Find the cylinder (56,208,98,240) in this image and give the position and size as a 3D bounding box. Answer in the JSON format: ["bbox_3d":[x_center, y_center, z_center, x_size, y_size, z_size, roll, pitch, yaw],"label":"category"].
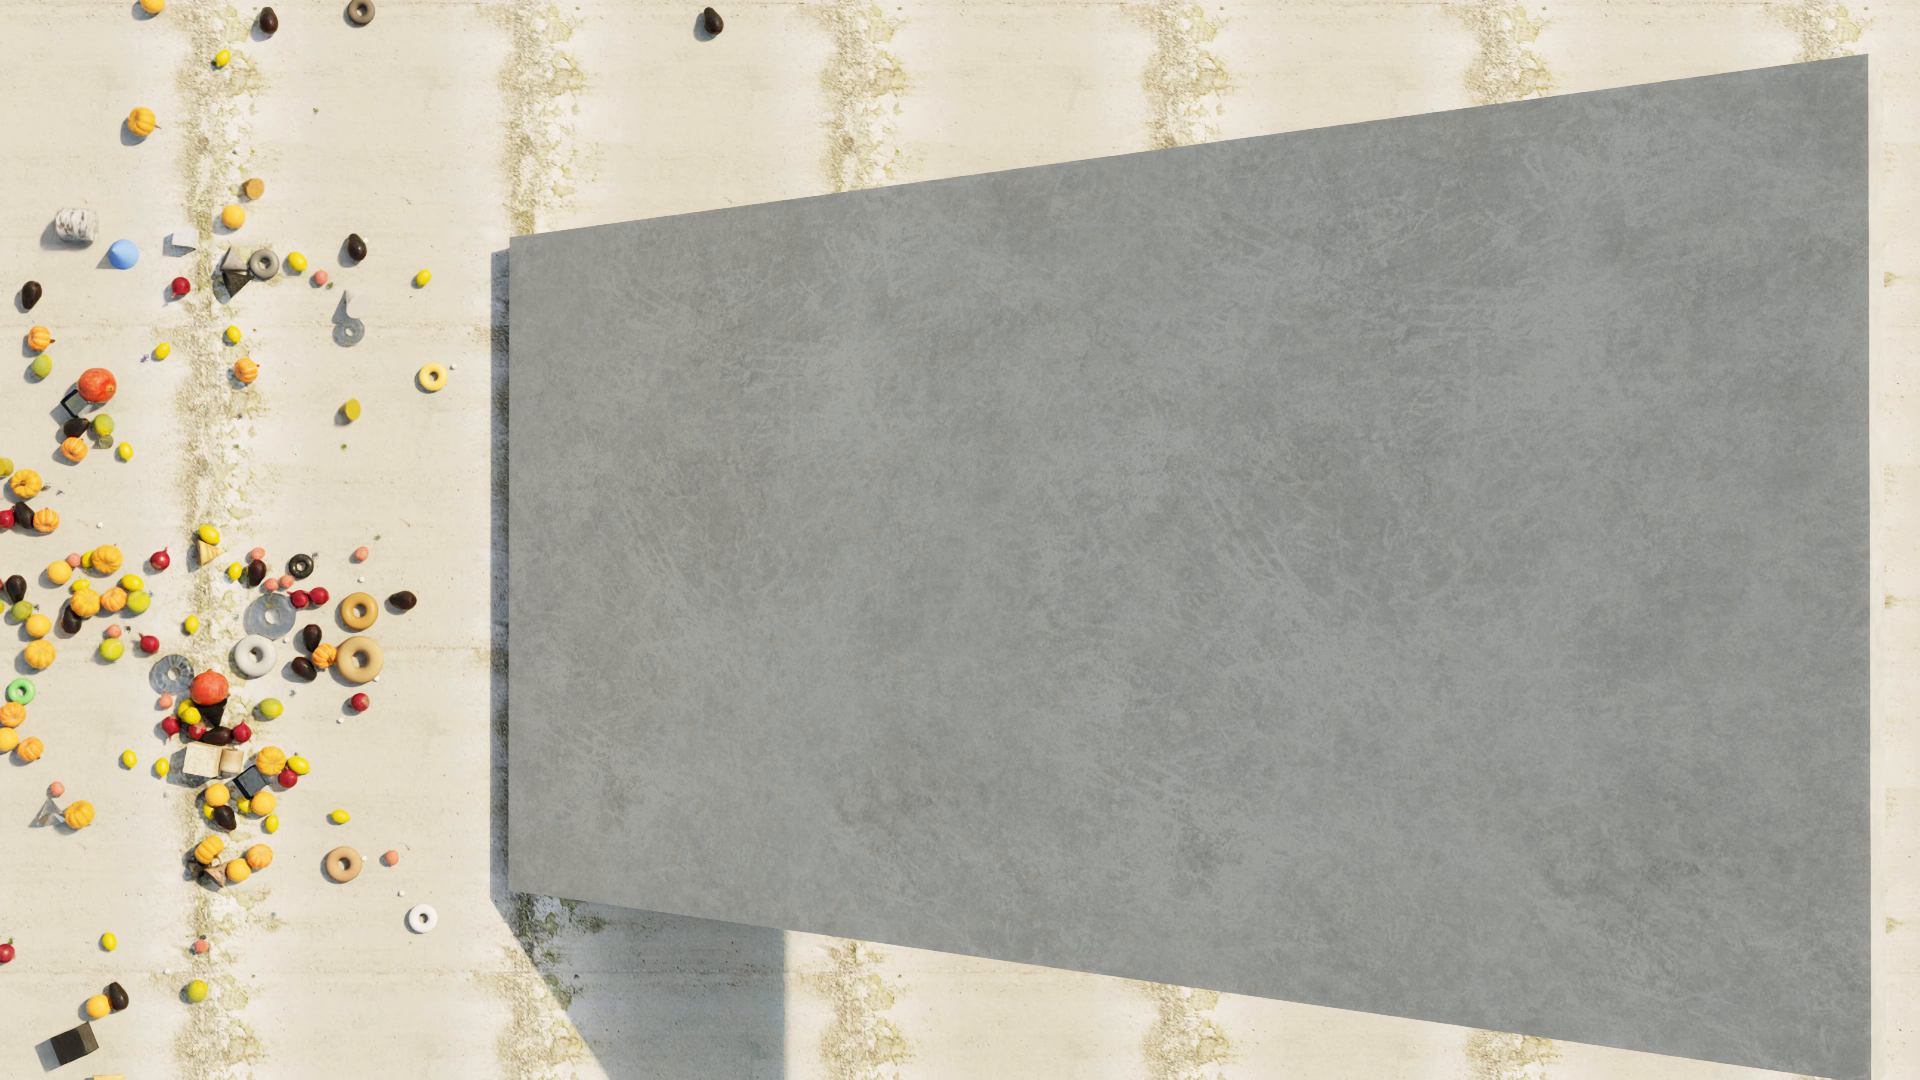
[{"bbox_3d":[-2.718,-0.972,6.773,0.094,0.094,0.094,3,90,0],"label":"cylinder"}]

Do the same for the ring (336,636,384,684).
[{"bbox_3d":[-1.854,0.369,6.787,0.149,0.050,0.149,0,91,1],"label":"ring"}]

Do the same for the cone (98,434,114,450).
[{"bbox_3d":[-2.648,-0.306,6.791,0.050,0.050,0.050,0,90,0],"label":"cone"}]

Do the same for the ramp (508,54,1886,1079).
[{"bbox_3d":[0.222,0.063,5.539,4.000,0.100,2.000,0,90,38],"label":"ramp"}]

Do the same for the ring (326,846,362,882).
[{"bbox_3d":[-1.902,1.000,6.789,0.111,0.037,0.111,0,91,-1],"label":"ring"}]

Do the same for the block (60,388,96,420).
[{"bbox_3d":[-2.721,-0.420,6.785,0.064,0.064,0.064,-40,90,0],"label":"block"}]

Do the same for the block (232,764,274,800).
[{"bbox_3d":[-2.176,0.743,6.771,0.076,0.076,0.076,-37,90,0],"label":"block"}]

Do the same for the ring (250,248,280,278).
[{"bbox_3d":[-2.152,-0.855,6.804,0.094,0.031,0.094,0,91,0],"label":"ring"}]

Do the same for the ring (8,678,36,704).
[{"bbox_3d":[-2.901,0.468,6.797,0.083,0.028,0.083,0,89,-1],"label":"ring"}]

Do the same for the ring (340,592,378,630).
[{"bbox_3d":[-1.855,0.219,6.793,0.117,0.039,0.117,0,88,0],"label":"ring"}]

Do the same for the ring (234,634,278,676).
[{"bbox_3d":[-2.174,0.356,6.790,0.132,0.044,0.132,0,91,0],"label":"ring"}]

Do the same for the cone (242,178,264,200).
[{"bbox_3d":[-2.203,-1.097,6.806,0.068,0.068,0.068,23,90,27],"label":"cone"}]

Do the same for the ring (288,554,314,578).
[{"bbox_3d":[-2.037,0.081,6.800,0.079,0.026,0.079,0,89,-1],"label":"ring"}]

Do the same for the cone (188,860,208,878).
[{"bbox_3d":[-2.367,1.005,6.793,0.061,0.061,0.061,24,90,27],"label":"cone"}]

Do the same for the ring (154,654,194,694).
[{"bbox_3d":[-2.426,0.413,6.791,0.123,0.041,0.123,0,91,-1],"label":"ring"}]

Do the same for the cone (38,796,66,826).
[{"bbox_3d":[-2.807,0.826,6.790,0.082,0.082,0.082,-20,63,0],"label":"cone"}]

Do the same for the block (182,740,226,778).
[{"bbox_3d":[-2.322,0.673,6.764,0.091,0.091,0.091,10,90,0],"label":"block"}]

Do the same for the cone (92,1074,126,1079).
[{"bbox_3d":[-2.613,1.670,6.782,0.091,0.091,0.091,-25,90,-27],"label":"cone"}]

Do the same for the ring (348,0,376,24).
[{"bbox_3d":[-1.854,-1.639,6.811,0.087,0.029,0.087,0,91,0],"label":"ring"}]

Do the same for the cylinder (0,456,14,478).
[{"bbox_3d":[-2.963,-0.225,6.783,0.064,0.064,0.064,0,90,0],"label":"cylinder"}]

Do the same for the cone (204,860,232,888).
[{"bbox_3d":[-2.273,1.015,6.788,0.085,0.085,0.085,41,63,0],"label":"cone"}]

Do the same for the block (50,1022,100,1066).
[{"bbox_3d":[-2.721,1.547,6.758,0.090,0.090,0.090,-23,90,0],"label":"block"}]

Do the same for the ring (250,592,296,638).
[{"bbox_3d":[-2.121,0.233,6.789,0.143,0.048,0.143,0,90,-1],"label":"ring"}]

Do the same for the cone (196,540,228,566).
[{"bbox_3d":[-2.308,0.037,6.795,0.085,0.085,0.085,-5,90,-27],"label":"cone"}]

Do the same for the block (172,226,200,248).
[{"bbox_3d":[-2.391,-0.934,6.791,0.057,0.057,0.057,6,90,0],"label":"block"}]

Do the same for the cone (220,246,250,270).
[{"bbox_3d":[-2.233,-0.852,6.801,0.083,0.083,0.083,25,90,-26],"label":"cone"}]

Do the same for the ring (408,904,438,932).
[{"bbox_3d":[-1.658,1.169,6.791,0.089,0.030,0.089,0,90,-1],"label":"ring"}]

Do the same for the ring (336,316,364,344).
[{"bbox_3d":[-1.885,-0.648,6.804,0.088,0.029,0.088,0,89,-1],"label":"ring"}]

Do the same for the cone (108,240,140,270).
[{"bbox_3d":[-2.593,-0.886,6.772,0.096,0.096,0.096,0,90,0],"label":"cone"}]

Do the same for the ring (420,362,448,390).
[{"bbox_3d":[-1.629,-0.505,6.803,0.088,0.029,0.088,0,89,-1],"label":"ring"}]

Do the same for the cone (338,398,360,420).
[{"bbox_3d":[-1.901,-0.402,6.802,0.066,0.066,0.066,-2,90,27],"label":"cone"}]

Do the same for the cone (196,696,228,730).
[{"bbox_3d":[-2.300,0.548,6.789,0.094,0.094,0.094,-5,116,0],"label":"cone"}]

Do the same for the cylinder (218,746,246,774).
[{"bbox_3d":[-2.244,0.679,6.777,0.065,0.065,0.065,20,72,0],"label":"cylinder"}]
